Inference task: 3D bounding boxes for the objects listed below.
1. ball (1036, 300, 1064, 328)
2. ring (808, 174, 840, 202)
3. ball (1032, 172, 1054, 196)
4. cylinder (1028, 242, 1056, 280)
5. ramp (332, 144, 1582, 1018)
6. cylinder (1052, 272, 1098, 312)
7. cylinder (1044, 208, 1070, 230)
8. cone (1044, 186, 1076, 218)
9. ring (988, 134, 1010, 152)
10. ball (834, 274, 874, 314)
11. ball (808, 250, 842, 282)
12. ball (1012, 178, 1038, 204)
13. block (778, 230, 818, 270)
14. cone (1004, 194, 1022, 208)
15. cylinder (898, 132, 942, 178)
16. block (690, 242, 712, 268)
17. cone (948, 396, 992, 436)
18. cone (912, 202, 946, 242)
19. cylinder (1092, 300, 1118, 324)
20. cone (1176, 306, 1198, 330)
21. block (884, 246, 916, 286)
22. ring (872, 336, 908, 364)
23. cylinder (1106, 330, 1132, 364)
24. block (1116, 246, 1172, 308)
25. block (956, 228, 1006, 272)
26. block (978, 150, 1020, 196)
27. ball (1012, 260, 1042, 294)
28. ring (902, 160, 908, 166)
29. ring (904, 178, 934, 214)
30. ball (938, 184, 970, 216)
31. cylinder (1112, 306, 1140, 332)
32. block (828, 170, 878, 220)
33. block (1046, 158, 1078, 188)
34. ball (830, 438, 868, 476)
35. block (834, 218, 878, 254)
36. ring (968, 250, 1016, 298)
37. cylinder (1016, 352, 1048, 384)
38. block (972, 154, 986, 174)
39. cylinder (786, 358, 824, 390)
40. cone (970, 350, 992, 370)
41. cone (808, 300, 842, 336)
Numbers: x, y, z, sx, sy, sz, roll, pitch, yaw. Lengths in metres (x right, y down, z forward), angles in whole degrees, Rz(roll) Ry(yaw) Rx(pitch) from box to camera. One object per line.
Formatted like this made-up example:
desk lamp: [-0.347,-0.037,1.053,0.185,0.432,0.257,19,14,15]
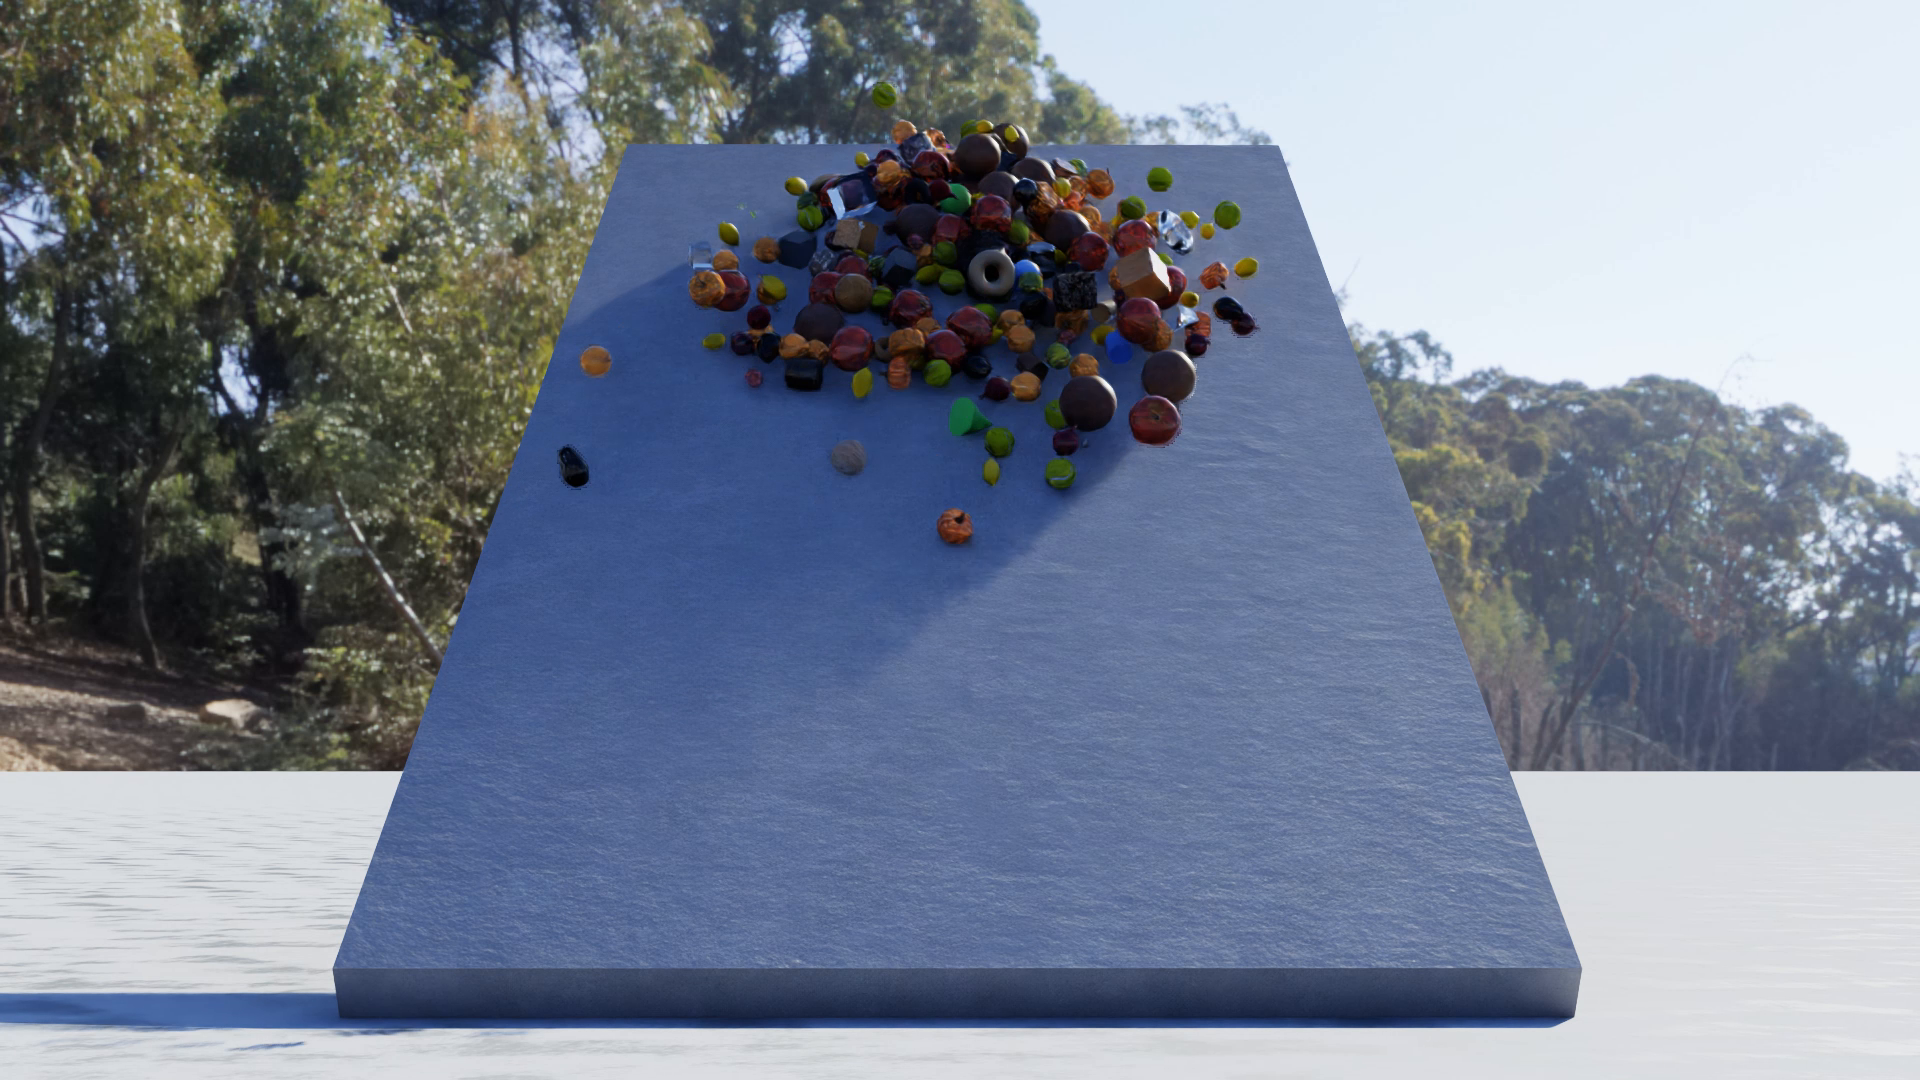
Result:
ball: [0.229,-0.577,6.091,0.070,0.070,0.070,0,-5,0]
ring: [-0.384,-1.011,6.854,0.107,0.036,0.107,-21,-24,-10]
ball: [0.237,-1.016,6.841,0.067,0.067,0.067,0,-5,0]
cylinder: [0.218,-0.748,6.400,0.076,0.076,0.076,-1,29,1]
ramp: [-0.012,-0.221,5.609,2.000,0.100,4.000,0,28,0]
cylinder: [0.286,-0.618,5.948,0.092,0.092,0.092,-7,-4,-10]
cylinder: [0.273,-0.901,6.706,0.053,0.053,0.053,19,1,20]
cone: [0.266,-0.956,6.809,0.095,0.095,0.095,4,-1,-38]
ring: [0.122,-1.137,7.008,0.040,0.120,0.120,-35,-12,8]
ball: [-0.263,-0.613,5.943,0.100,0.100,0.100,0,-5,0]
ball: [-0.355,-0.722,6.301,0.086,0.086,0.086,0,-5,0]
ball: [0.174,-0.930,6.372,0.066,0.066,0.066,0,-5,0]
block: [-0.437,-0.785,6.470,0.073,0.073,0.073,21,34,33]
cone: [0.171,-0.988,6.889,0.074,0.074,0.074,-2,-2,17]
cylinder: [-0.114,-1.104,6.849,0.096,0.096,0.096,-31,-2,-1]
block: [-0.701,-0.770,6.461,0.053,0.053,0.053,-6,29,-12]
cone: [0.039,-0.277,5.561,0.094,0.094,0.094,13,-12,-37]
cone: [-0.094,-0.895,6.628,0.097,0.097,0.097,-8,38,7]
cylinder: [0.369,-0.581,6.077,0.052,0.052,0.052,-3,11,30]
cone: [0.554,-0.544,5.964,0.058,0.058,0.058,5,-48,-43]
block: [-0.156,-0.707,6.196,0.062,0.062,0.062,19,-43,-22]
ring: [-0.174,-0.471,5.921,0.089,0.089,0.030,0,-47,-1]
cylinder: [0.392,-0.476,5.902,0.060,0.060,0.060,-4,-47,-4]
block: [0.466,-0.669,6.076,0.095,0.095,0.095,-25,-41,21]
block: [0.058,-0.751,6.259,0.085,0.085,0.085,-27,-21,36]
block: [0.112,-1.047,6.823,0.086,0.086,0.086,11,-41,22]
ball: [0.168,-0.682,6.194,0.085,0.085,0.085,0,-5,0]
ring: [-0.126,-1.123,6.964,0.032,0.097,0.097,47,-29,-23]
ring: [-0.114,-0.955,6.654,0.035,0.104,0.104,-25,13,-41]
ball: [-0.015,-0.940,6.603,0.089,0.089,0.089,0,-5,0]
cylinder: [0.416,-0.553,6.009,0.052,0.052,0.052,-32,-3,-5]
block: [-0.288,-0.926,6.433,0.089,0.089,0.089,-18,-7,-26]
block: [0.293,-1.059,6.936,0.064,0.064,0.064,21,26,-19]
ball: [-0.247,-0.184,5.348,0.083,0.083,0.083,0,-5,0]
block: [-0.283,-0.829,6.511,0.080,0.080,0.080,14,2,30]
ring: [0.081,-0.683,6.141,0.126,0.126,0.042,1,3,-14]
cylinder: [0.174,-0.418,5.800,0.057,0.057,0.057,5,31,-41]
block: [0.078,-1.089,6.971,0.052,0.052,0.052,40,-15,-25]
cylinder: [-0.374,-0.400,5.755,0.075,0.075,0.075,5,-5,9]
cone: [0.060,-0.428,5.827,0.054,0.054,0.054,32,16,38]
cone: [-0.360,-0.559,6.084,0.093,0.093,0.093,2,-2,-25]
